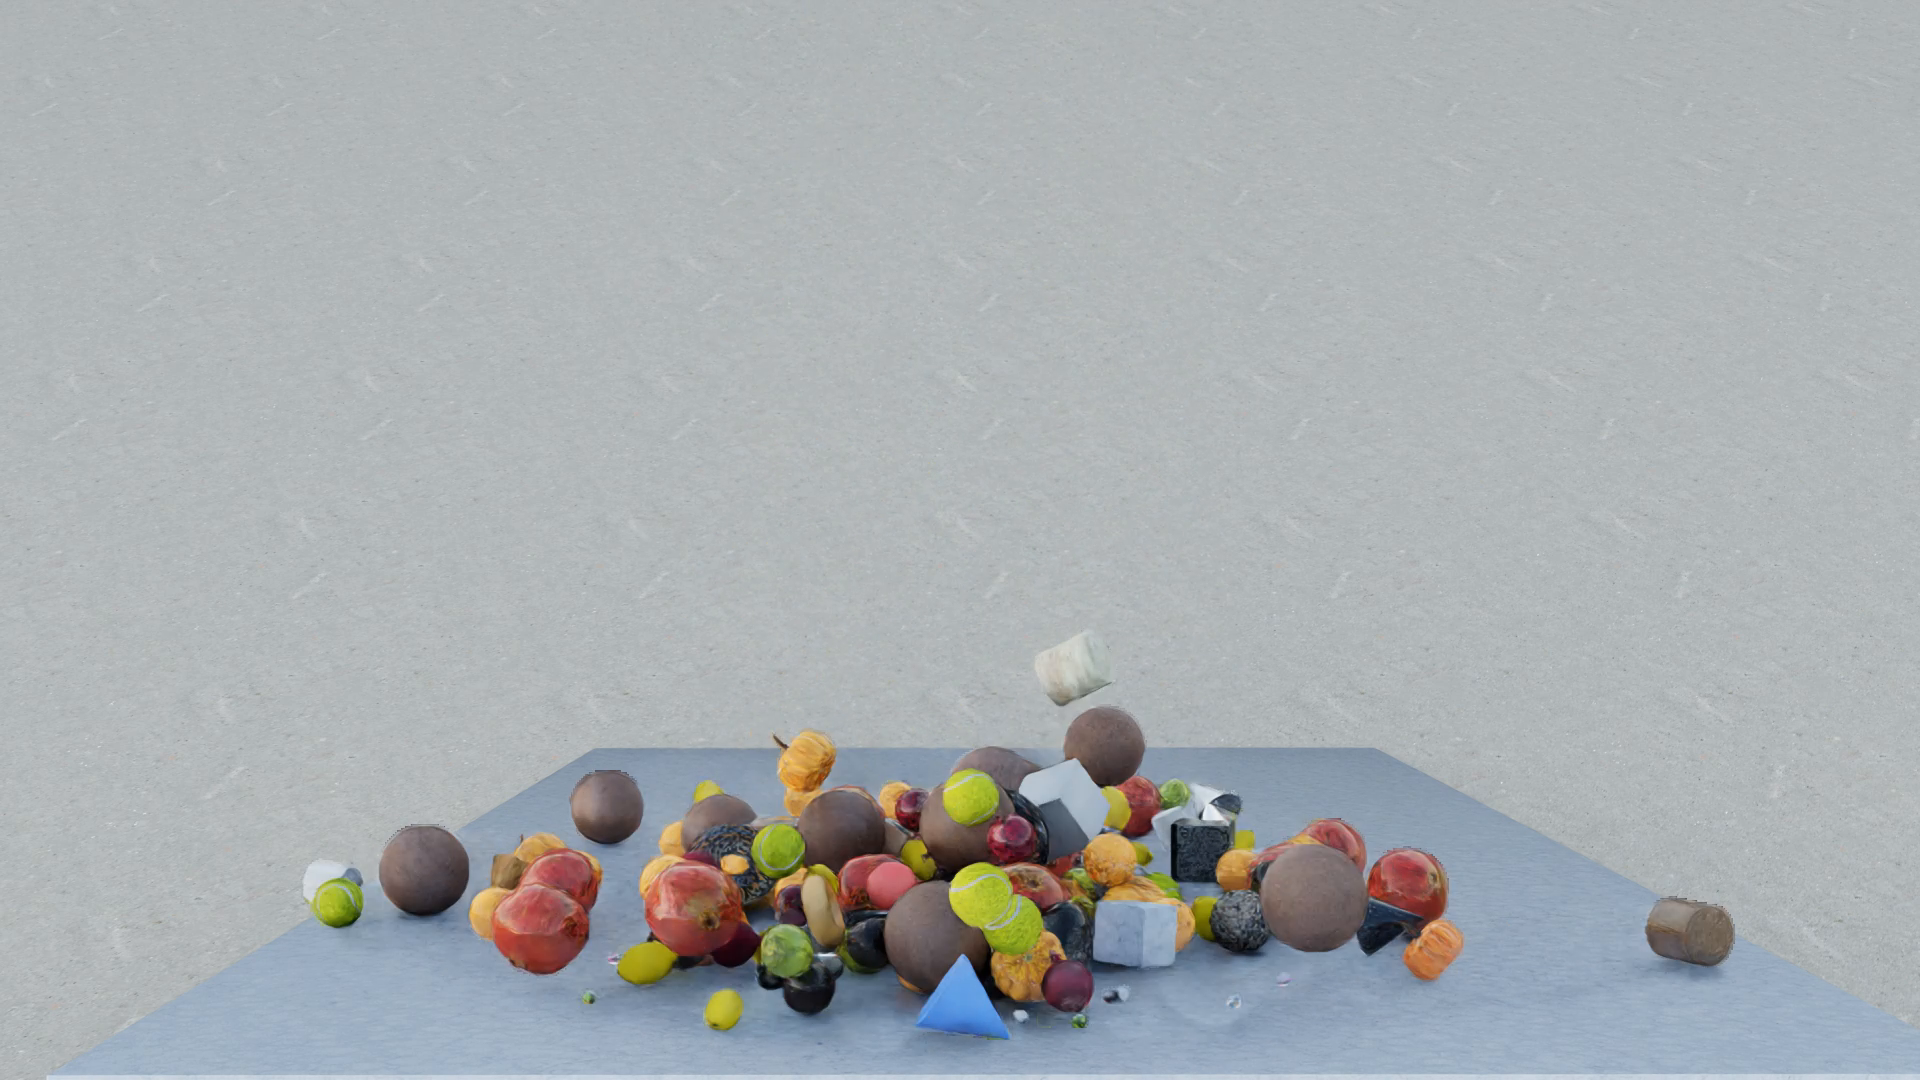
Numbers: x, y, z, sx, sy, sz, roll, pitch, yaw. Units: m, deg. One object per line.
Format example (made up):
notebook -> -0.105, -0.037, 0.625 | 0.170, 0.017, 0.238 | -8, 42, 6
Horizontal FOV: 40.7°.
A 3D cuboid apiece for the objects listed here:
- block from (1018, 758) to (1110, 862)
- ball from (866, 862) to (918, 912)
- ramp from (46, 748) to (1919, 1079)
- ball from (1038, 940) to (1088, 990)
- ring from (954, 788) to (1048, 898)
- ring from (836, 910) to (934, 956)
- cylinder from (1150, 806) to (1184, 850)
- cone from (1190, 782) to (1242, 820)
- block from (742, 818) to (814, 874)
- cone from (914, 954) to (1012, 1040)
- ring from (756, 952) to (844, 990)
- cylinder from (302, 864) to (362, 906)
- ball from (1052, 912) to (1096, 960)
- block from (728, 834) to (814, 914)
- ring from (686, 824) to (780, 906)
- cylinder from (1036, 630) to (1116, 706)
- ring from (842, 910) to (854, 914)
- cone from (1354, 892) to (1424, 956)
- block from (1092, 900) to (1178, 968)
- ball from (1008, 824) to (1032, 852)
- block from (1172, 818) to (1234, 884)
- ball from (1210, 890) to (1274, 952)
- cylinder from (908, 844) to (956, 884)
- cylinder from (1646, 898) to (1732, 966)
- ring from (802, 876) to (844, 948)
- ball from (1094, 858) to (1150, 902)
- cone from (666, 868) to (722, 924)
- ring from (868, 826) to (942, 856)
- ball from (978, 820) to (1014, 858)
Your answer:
block -> 0.137, 0.375, 3.575 | 0.090, 0.090, 0.090 | -23, 23, 31
ball -> -0.088, 0.450, 3.352 | 0.067, 0.067, 0.067 | 0, 29, 0
ramp -> 0.066, 0.590, 4.642 | 2.000, 0.100, 4.000 | 0, 0, 0
ball -> 0.124, 0.515, 3.131 | 0.060, 0.060, 0.060 | 0, 29, 0
ring -> 0.055, 0.410, 3.491 | 0.147, 0.147, 0.049 | 23, 8, 35
ring -> -0.103, 0.508, 3.342 | 0.139, 0.139, 0.046 | 1, 73, 1
cylinder -> 0.359, 0.488, 4.384 | 0.055, 0.055, 0.055 | -24, 0, 0
cone -> 0.447, 0.472, 4.731 | 0.097, 0.097, 0.097 | -15, 41, -25
block -> -0.288, 0.495, 4.092 | 0.094, 0.094, 0.094 | 0, 0, 11
cone -> 0.017, 0.517, 2.816 | 0.096, 0.096, 0.096 | 35, 35, 0
ring -> -0.194, 0.520, 3.125 | 0.108, 0.036, 0.108 | -8, -10, -1
cylinder -> -0.904, 0.497, 3.729 | 0.060, 0.060, 0.060 | -2, 24, 35
ball -> 0.151, 0.513, 3.342 | 0.063, 0.063, 0.063 | 0, 29, 0
block -> -0.280, 0.487, 3.770 | 0.092, 0.092, 0.092 | -16, -9, 34
ring -> -0.298, 0.426, 3.390 | 0.123, 0.041, 0.123 | 5, 47, -5
cylinder -> 0.171, 0.191, 3.847 | 0.086, 0.086, 0.086 | -28, 22, 21
ring -> -0.138, 0.531, 3.587 | 0.075, 0.025, 0.075 | 3, 3, 0
cone -> 0.562, 0.492, 3.339 | 0.081, 0.081, 0.081 | -11, 23, 28
block -> 0.224, 0.502, 3.303 | 0.075, 0.075, 0.075 | 2, -4, 37
ball -> 0.101, 0.448, 3.937 | 0.052, 0.052, 0.052 | 0, 29, 0
block -> 0.389, 0.496, 4.129 | 0.090, 0.090, 0.090 | 0, 0, 12
ball -> 0.371, 0.502, 3.407 | 0.083, 0.083, 0.083 | 0, 29, 0
cylinder -> -0.043, 0.513, 4.096 | 0.057, 0.057, 0.057 | 15, 6, 24
cylinder -> 0.931, 0.501, 3.304 | 0.076, 0.076, 0.076 | -15, 7, -25
ring -> -0.169, 0.460, 3.199 | 0.031, 0.094, 0.094 | -20, 29, 6
ball -> 0.235, 0.502, 3.760 | 0.081, 0.081, 0.081 | 0, 29, 0
cone -> -0.363, 0.523, 3.714 | 0.090, 0.090, 0.090 | -11, 59, 19
ring -> -0.096, 0.519, 4.475 | 0.130, 0.043, 0.130 | 0, -1, 0
ball -> 0.064, 0.507, 4.384 | 0.066, 0.066, 0.066 | 0, 29, 0
